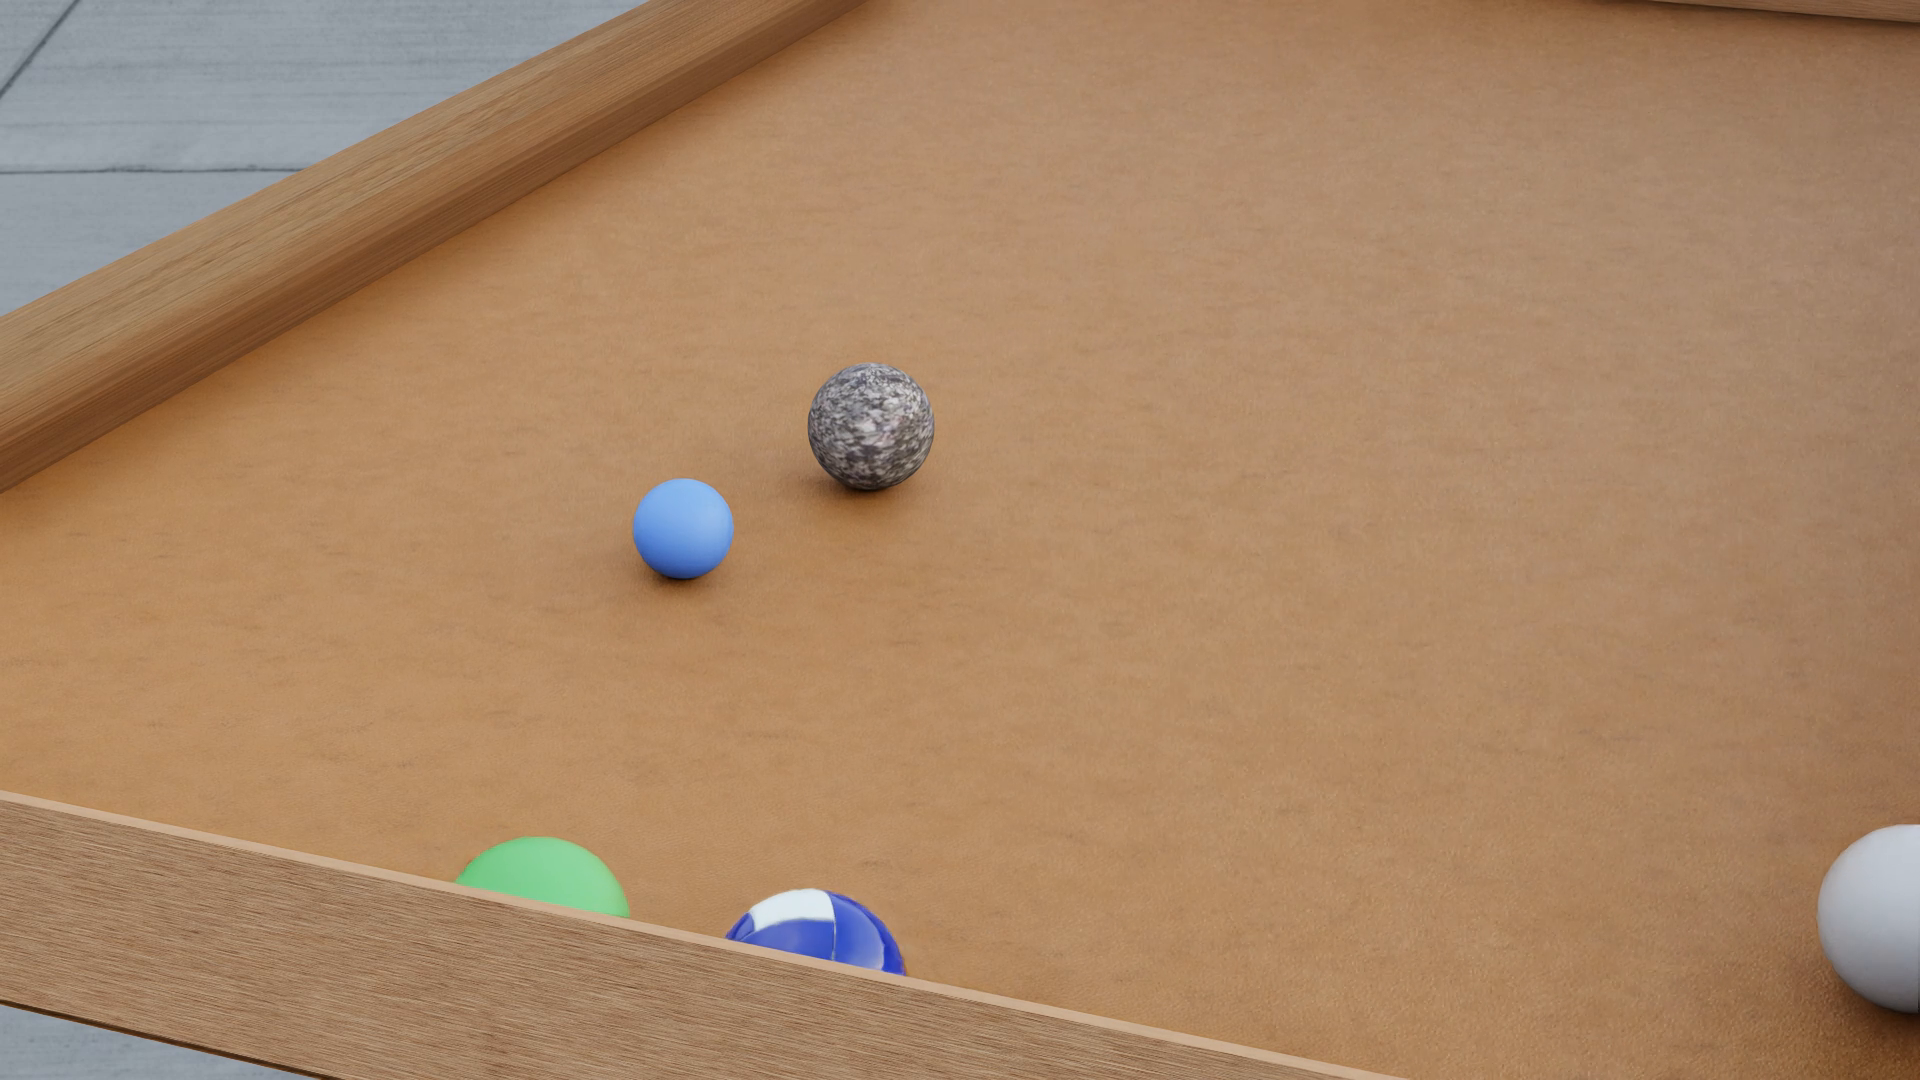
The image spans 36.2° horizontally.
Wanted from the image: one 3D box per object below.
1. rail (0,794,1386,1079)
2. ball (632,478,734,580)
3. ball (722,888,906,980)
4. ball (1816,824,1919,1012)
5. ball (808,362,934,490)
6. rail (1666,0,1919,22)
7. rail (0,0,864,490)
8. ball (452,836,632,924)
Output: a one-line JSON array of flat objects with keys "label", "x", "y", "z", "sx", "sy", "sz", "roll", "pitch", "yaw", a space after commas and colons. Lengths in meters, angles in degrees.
[{"label": "rail", "x": -0.219, "y": 0.213, "z": 1.419, "sx": 1.445, "sy": 0.126, "sz": 0.045, "roll": 9, "pitch": 25, "yaw": 19}, {"label": "ball", "x": -0.188, "y": -0.008, "z": 1.998, "sx": 0.068, "sy": 0.068, "sz": 0.068, "roll": 0, "pitch": 24, "yaw": 0}, {"label": "ball", "x": -0.074, "y": 0.220, "z": 1.443, "sx": 0.097, "sy": 0.097, "sz": 0.097, "roll": 0, "pitch": 24, "yaw": 0}, {"label": "ball", "x": 0.488, "y": 0.193, "z": 1.504, "sx": 0.096, "sy": 0.096, "sz": 0.096, "roll": 0, "pitch": 24, "yaw": 0}, {"label": "ball", "x": -0.065, "y": -0.083, "z": 2.140, "sx": 0.093, "sy": 0.093, "sz": 0.093, "roll": 0, "pitch": 24, "yaw": 0}, {"label": "rail", "x": 0.674, "y": -0.726, "z": 3.568, "sx": 1.445, "sy": 0.126, "sz": 0.045, "roll": 9, "pitch": 25, "yaw": 19}, {"label": "rail", "x": -0.426, "y": -0.356, "z": 2.721, "sx": 0.045, "sy": 0.126, "sz": 2.557, "roll": 9, "pitch": 25, "yaw": 19}, {"label": "ball", "x": -0.215, "y": 0.198, "z": 1.492, "sx": 0.097, "sy": 0.097, "sz": 0.097, "roll": 0, "pitch": 24, "yaw": 0}]
